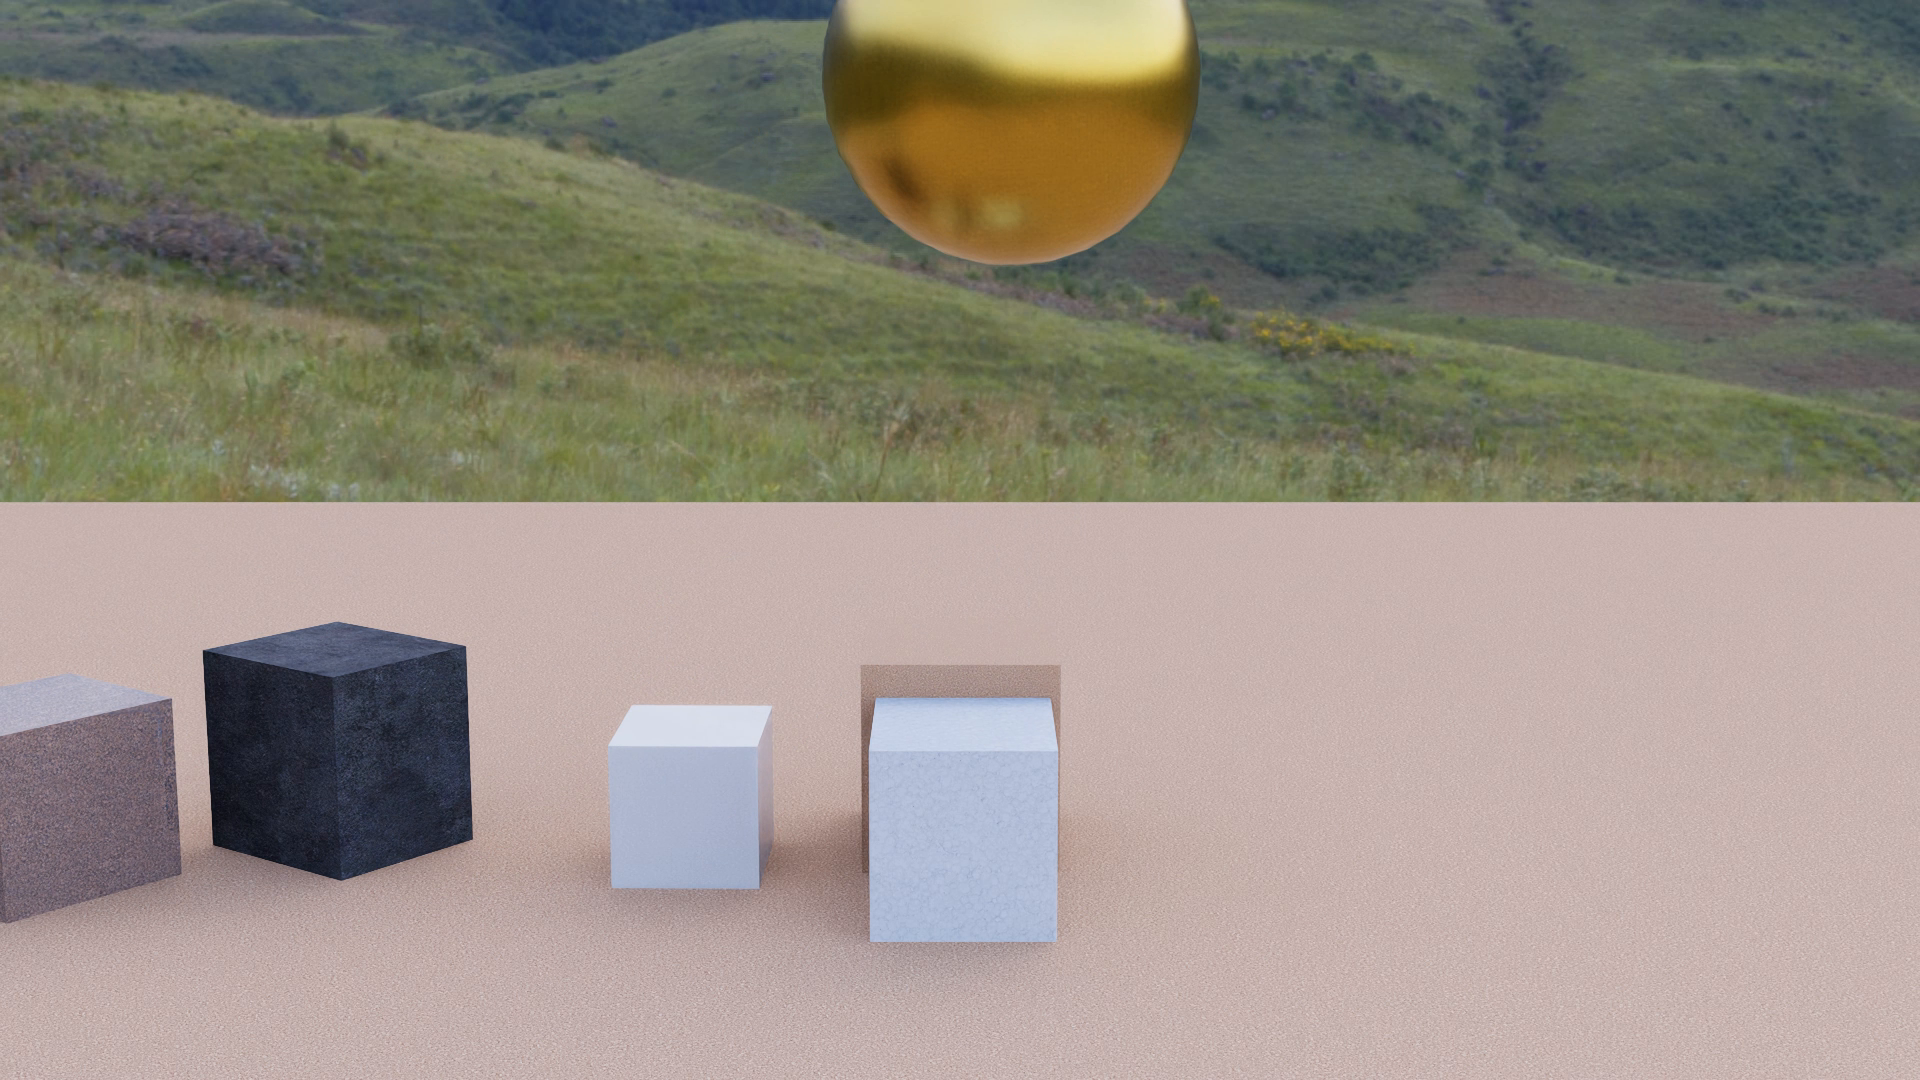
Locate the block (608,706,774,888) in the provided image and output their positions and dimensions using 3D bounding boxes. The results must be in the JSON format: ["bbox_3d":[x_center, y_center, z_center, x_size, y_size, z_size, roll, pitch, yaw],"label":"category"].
[{"bbox_3d":[-1.192,1.141,11.500,0.646,0.640,0.726,0,10,1],"label":"block"}]

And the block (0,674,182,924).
[{"bbox_3d":[-4.031,1.107,11.232,0.780,0.803,0.862,8,13,37],"label":"block"}]

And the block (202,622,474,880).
[{"bbox_3d":[-2.853,0.946,11.791,0.896,0.920,0.777,8,13,36],"label":"block"}]

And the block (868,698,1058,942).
[{"bbox_3d":[0.014,1.169,10.885,0.765,0.806,0.903,0,10,0],"label":"block"}]

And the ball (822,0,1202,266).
[{"bbox_3d":[0.215,-1.961,10.824,1.600,1.600,1.600,0,10,0],"label":"ball"}]

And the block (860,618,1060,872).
[{"bbox_3d":[0.004,0.926,11.820,0.878,0.949,0.990,0,10,0],"label":"block"}]
